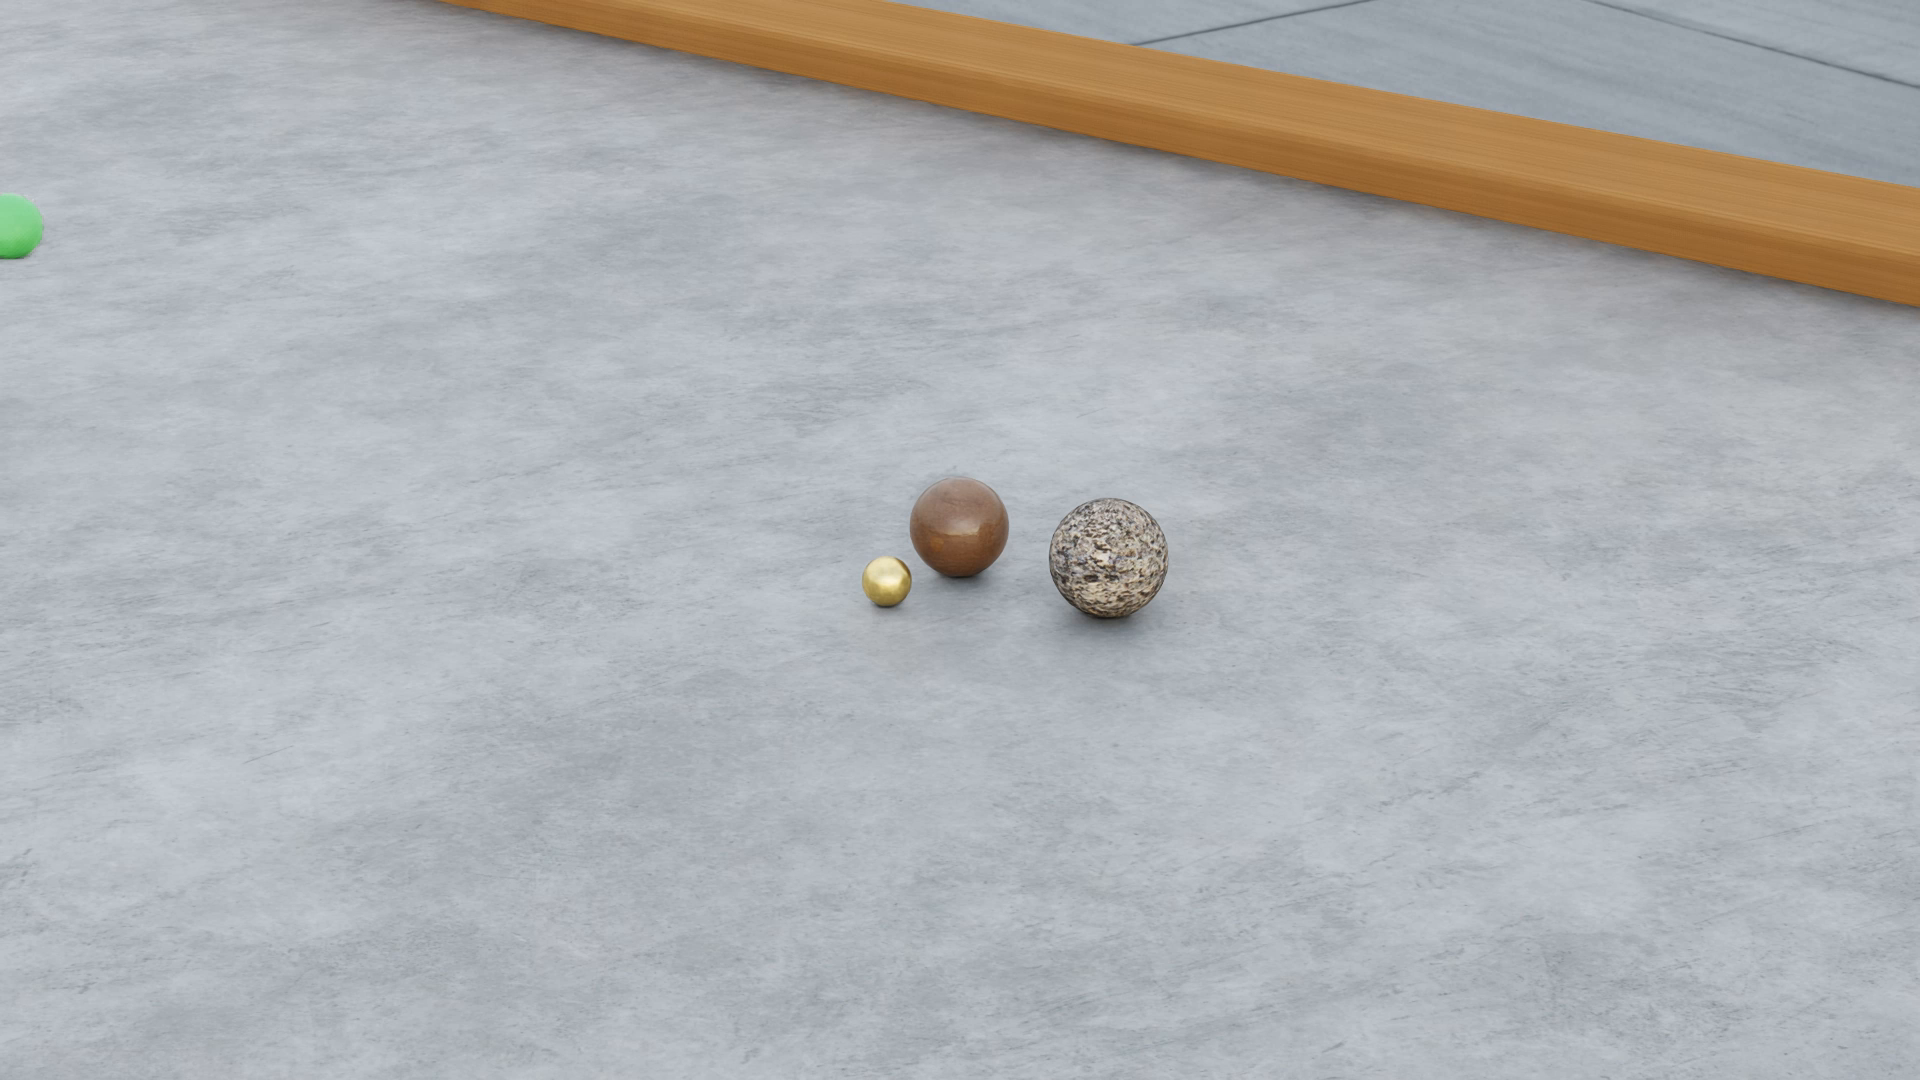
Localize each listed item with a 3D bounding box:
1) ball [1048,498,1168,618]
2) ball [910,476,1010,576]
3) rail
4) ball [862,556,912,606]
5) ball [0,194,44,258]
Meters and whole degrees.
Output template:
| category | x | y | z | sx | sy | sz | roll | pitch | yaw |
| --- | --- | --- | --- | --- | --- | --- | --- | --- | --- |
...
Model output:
| category | x | y | z | sx | sy | sz | roll | pitch | yaw |
| --- | --- | --- | --- | --- | --- | --- | --- | --- | --- |
| ball | 0.123 | 0.015 | 2.433 | 0.100 | 0.100 | 0.100 | 0 | 22 | 0 |
| ball | -0.001 | -0.011 | 2.516 | 0.086 | 0.086 | 0.086 | 0 | 22 | 0 |
| rail | -0.037 | -0.657 | 4.039 | 4.456 | 0.129 | 0.045 | 18 | 28 | 37 |
| ball | -0.061 | 0.034 | 2.461 | 0.042 | 0.042 | 0.042 | 0 | 22 | 0 |
| ball | -1.095 | -0.361 | 3.388 | 0.075 | 0.075 | 0.075 | 0 | 22 | 0 |
